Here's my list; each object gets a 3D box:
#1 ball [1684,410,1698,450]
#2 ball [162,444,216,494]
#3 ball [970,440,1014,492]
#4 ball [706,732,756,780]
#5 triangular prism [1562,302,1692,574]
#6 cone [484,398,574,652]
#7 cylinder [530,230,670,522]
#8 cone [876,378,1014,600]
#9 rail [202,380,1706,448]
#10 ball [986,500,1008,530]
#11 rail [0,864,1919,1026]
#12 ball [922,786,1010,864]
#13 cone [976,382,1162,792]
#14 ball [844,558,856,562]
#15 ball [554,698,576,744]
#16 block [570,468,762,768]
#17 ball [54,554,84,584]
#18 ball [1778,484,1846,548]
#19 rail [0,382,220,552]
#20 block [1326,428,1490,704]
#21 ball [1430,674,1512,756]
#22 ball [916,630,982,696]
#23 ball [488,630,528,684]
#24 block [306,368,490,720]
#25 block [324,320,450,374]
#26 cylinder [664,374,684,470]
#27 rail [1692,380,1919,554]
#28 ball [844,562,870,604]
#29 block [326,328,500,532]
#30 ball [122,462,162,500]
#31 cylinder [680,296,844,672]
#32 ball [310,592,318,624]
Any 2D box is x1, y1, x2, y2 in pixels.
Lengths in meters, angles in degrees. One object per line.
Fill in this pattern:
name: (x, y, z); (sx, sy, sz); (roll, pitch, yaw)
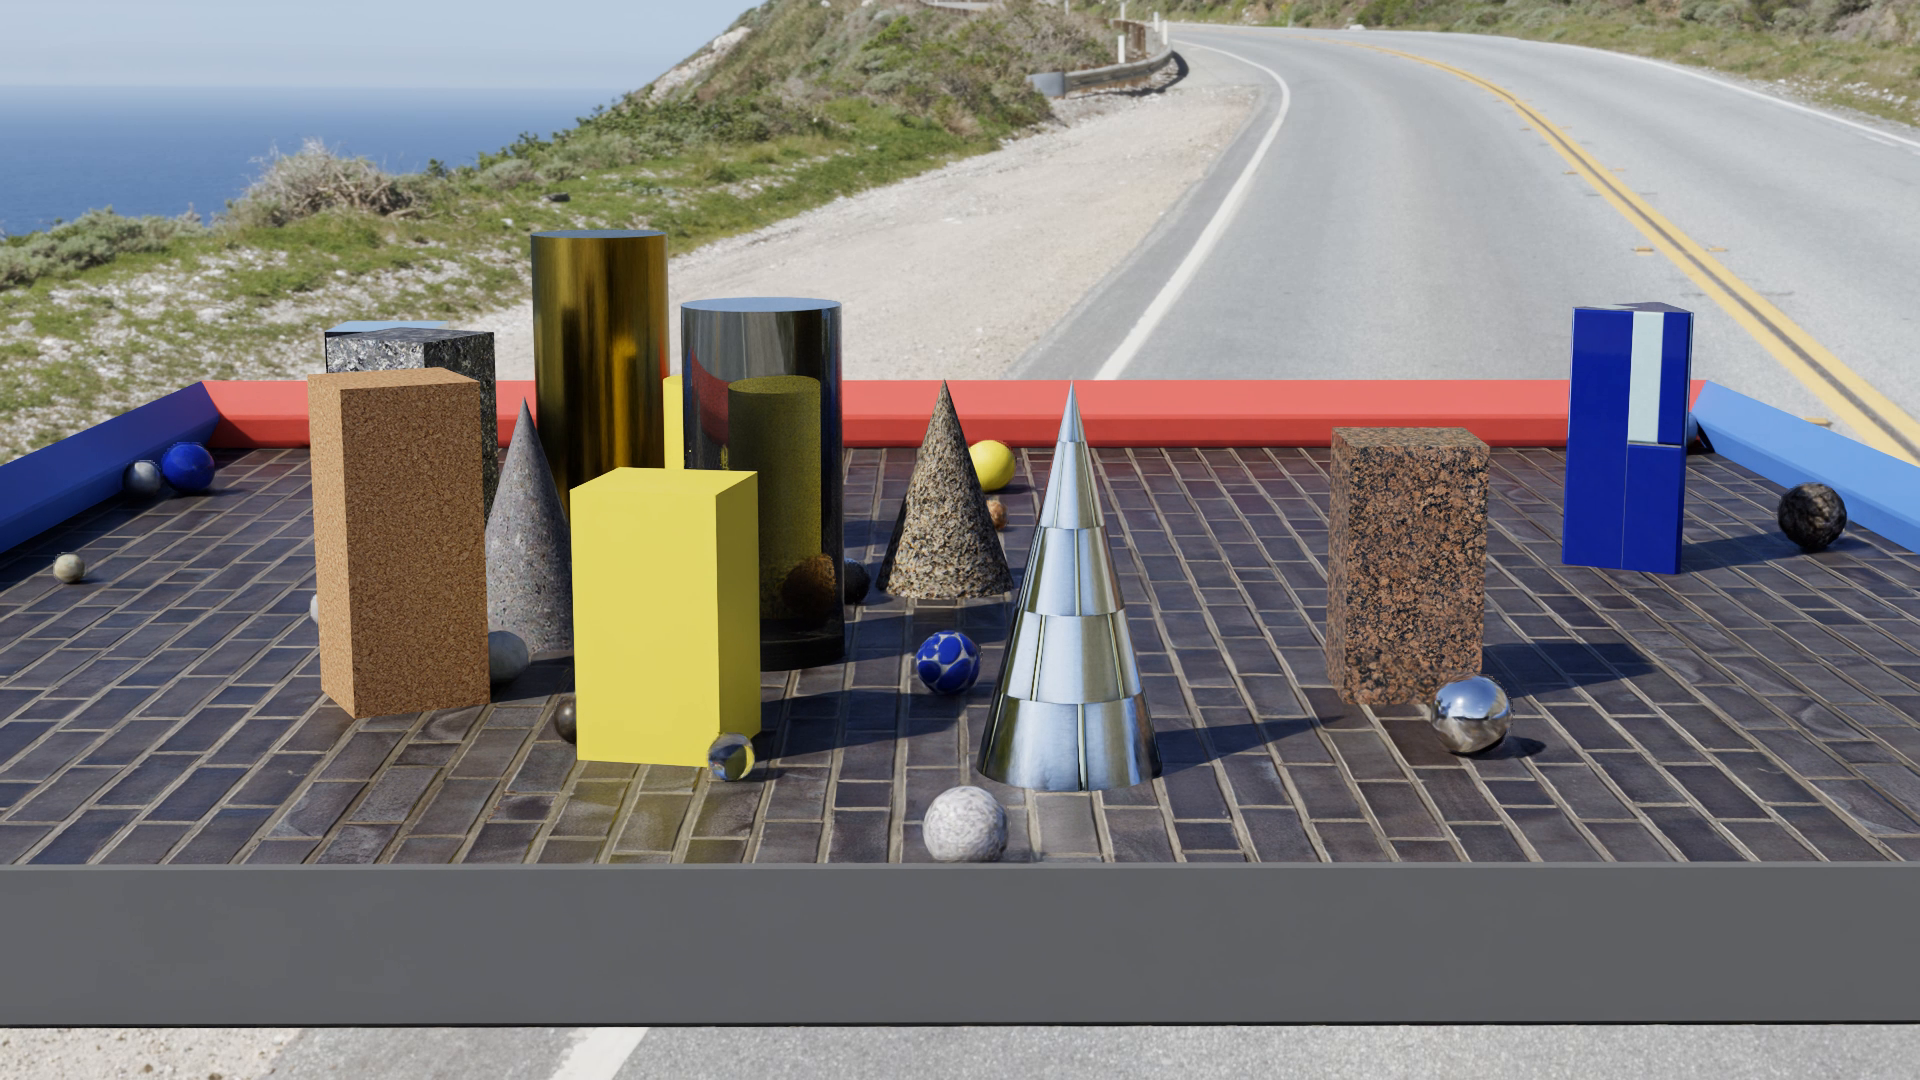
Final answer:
ball: (1.351, -0.210, 4.865); (0.092, 0.092, 0.092); (0, 10, 0)
ball: (-1.323, -0.122, 4.400); (0.088, 0.088, 0.088); (0, 10, 0)
ball: (0.050, -0.127, 4.423); (0.090, 0.090, 0.090); (0, 10, 0)
ball: (-0.236, 0.223, 2.643); (0.050, 0.050, 0.050); (0, 10, 0)
triangular prism: (1.001, -0.156, 3.785); (0.171, 0.379, 0.148); (6, 12, 29)
cone: (-0.553, -0.030, 3.286); (0.197, 0.313, 0.197); (0, 10, 0)
cylinder: (-0.524, -0.206, 3.766); (0.197, 0.485, 0.197); (0, 10, 0)
cone: (-0.022, -0.082, 3.611); (0.197, 0.296, 0.197); (0, 10, 0)
rail: (-0.009, -0.239, 4.918); (2.897, 0.128, 0.045); (0, 10, 0)
ball: (0.051, -0.039, 4.058); (0.049, 0.049, 0.049); (0, 10, 0)
rail: (0.009, 0.305, 1.979); (2.897, 0.128, 0.045); (0, 10, 0)
ball: (0.006, 0.264, 2.341); (0.079, 0.079, 0.079); (0, 10, 0)
cone: (0.115, 0.036, 2.664); (0.197, 0.409, 0.197); (0, 10, 0)
ball: (-0.158, 0.051, 3.563); (0.052, 0.052, 0.052); (0, 10, 0)
ball: (-0.417, 0.196, 2.788); (0.049, 0.049, 0.049); (0, 10, 0)
block: (-0.313, 0.079, 2.758); (0.158, 0.290, 0.158); (2, 11, 11)
ball: (-1.267, 0.041, 3.649); (0.042, 0.042, 0.042); (0, 10, 0)
ball: (1.300, -0.037, 3.912); (0.098, 0.098, 0.098); (0, 10, 0)
rail: (-1.425, 0.034, 3.441); (0.045, 0.128, 3.036); (0, 10, 0)
block: (0.522, 0.028, 3.010); (0.158, 0.300, 0.158); (0, 10, 0)
ball: (0.545, 0.187, 2.740); (0.086, 0.086, 0.086); (0, 10, 0)
ball: (-0.013, 0.144, 2.998); (0.076, 0.076, 0.076); (0, 10, 0)
ball: (-0.546, 0.140, 3.054); (0.064, 0.064, 0.064); (0, 10, 0)
block: (-0.648, -0.001, 2.963); (0.158, 0.374, 0.158); (-5, 12, -27)
block: (-0.876, -0.164, 3.958); (0.158, 0.332, 0.158); (0, 10, -1)
cylinder: (-0.308, -0.072, 3.542); (0.197, 0.302, 0.197); (0, 10, 0)
rail: (1.425, 0.031, 3.457); (0.045, 0.128, 3.036); (0, 10, 0)
ball: (-0.152, 0.058, 3.508); (0.058, 0.058, 0.058); (0, 10, 0)
block: (-0.738, -0.095, 3.484); (0.158, 0.368, 0.158); (5, 12, 25)
ball: (-1.389, -0.101, 4.353); (0.064, 0.064, 0.064); (0, 10, 0)
cylinder: (-0.243, -0.073, 3.176); (0.197, 0.438, 0.197); (0, 10, 0)
ball: (-0.818, 0.089, 3.344); (0.057, 0.057, 0.057); (0, 10, 0)
